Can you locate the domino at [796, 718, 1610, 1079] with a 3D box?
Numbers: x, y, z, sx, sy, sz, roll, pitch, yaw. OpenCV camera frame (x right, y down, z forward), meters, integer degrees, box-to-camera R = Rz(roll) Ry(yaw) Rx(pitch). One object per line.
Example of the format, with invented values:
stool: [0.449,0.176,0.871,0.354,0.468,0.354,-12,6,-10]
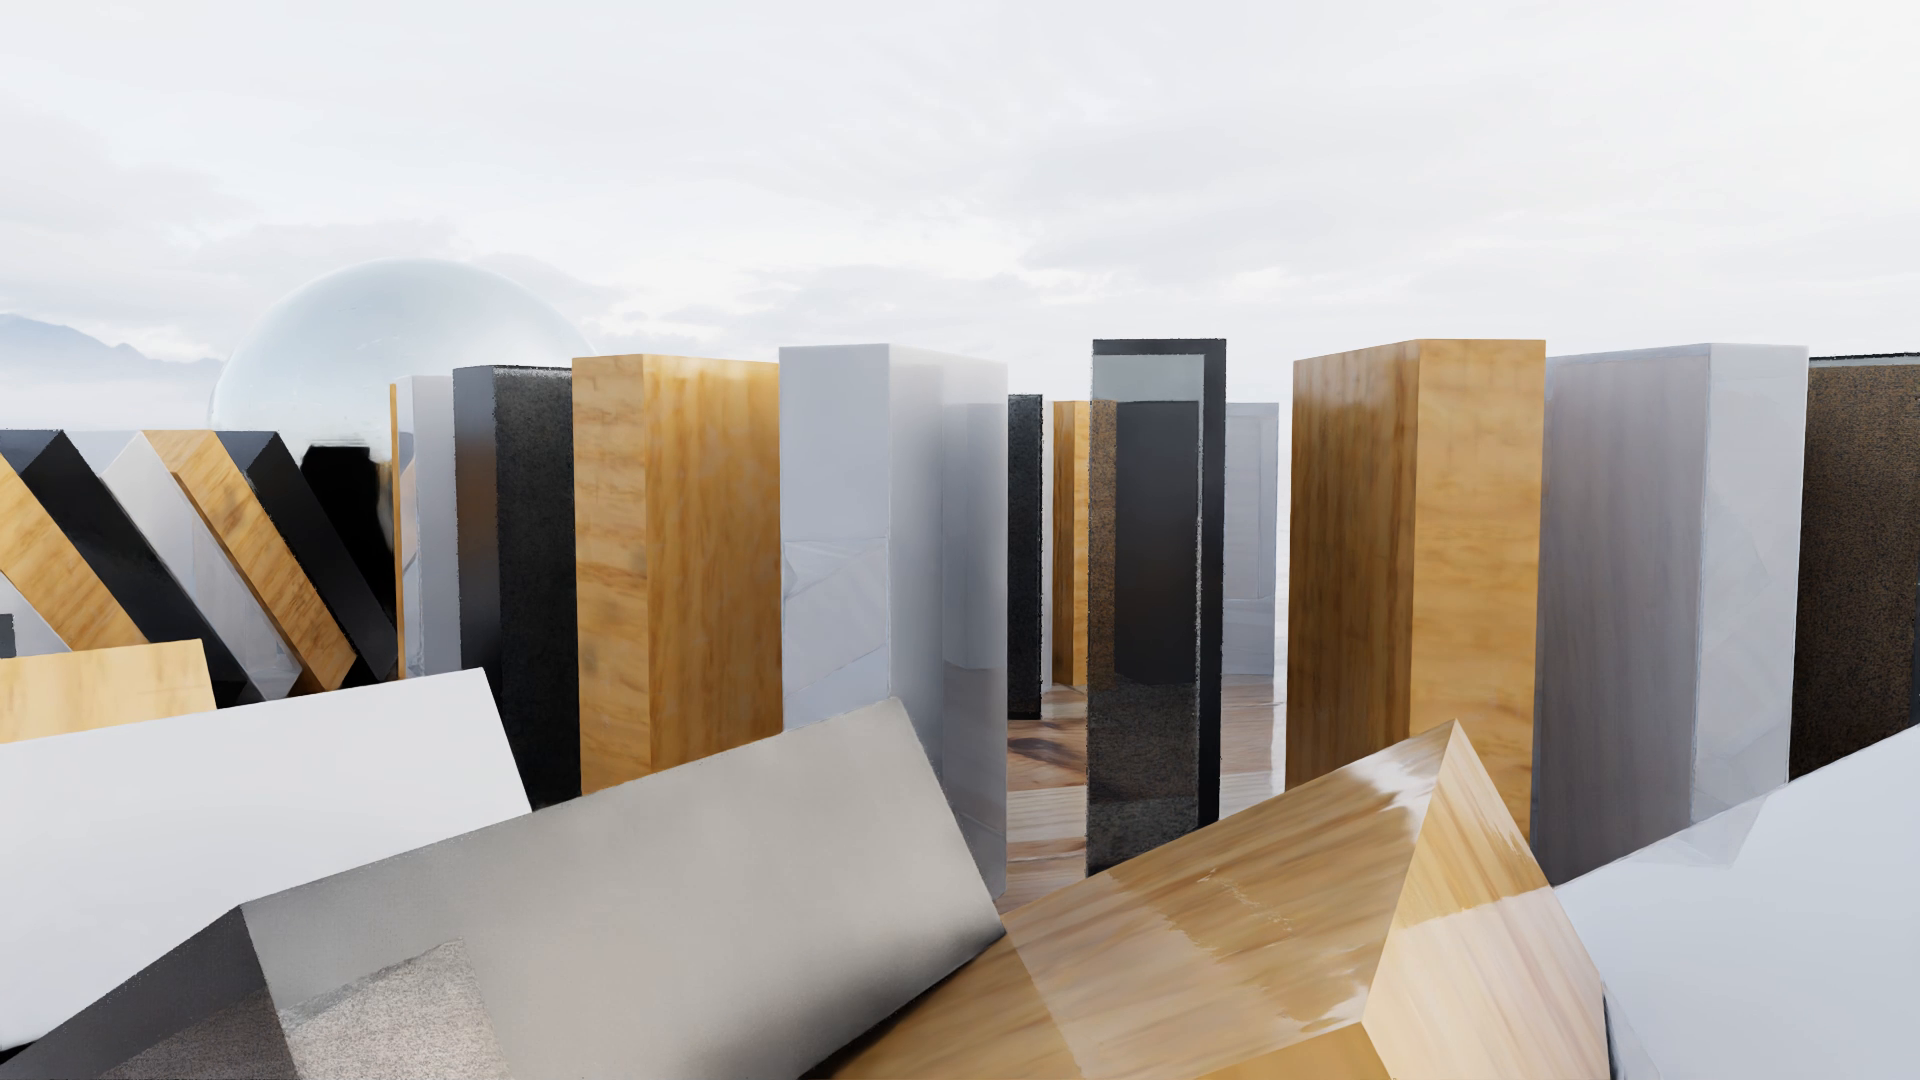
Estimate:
domino: [-0.006,0.023,0.042,0.050,0.009,0.025,-31,-8,24]

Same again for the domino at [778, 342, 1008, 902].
domino: [-0.005,0.009,0.111,0.010,0.050,0.025,2,5,23]

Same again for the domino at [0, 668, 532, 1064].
domino: [-0.044,0.022,0.059,0.050,0.010,0.025,-33,-16,34]

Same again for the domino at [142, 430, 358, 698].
domino: [-0.119,0.005,0.202,0.025,0.050,0.009,1,44,9]

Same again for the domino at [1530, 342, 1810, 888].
domino: [0.057,0.009,0.110,0.010,0.050,0.025,-1,4,-17]

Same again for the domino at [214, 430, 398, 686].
domino: [-0.116,0.004,0.214,0.025,0.050,0.009,1,44,8]

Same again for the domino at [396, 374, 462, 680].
domino: [-0.051,0.006,0.151,0.025,0.050,0.009,-3,5,-33]

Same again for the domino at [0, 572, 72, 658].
domino: [-0.127,0.009,0.153,0.025,0.050,0.009,-1,44,8]

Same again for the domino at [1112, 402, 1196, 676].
domino: [0.035,-0.001,0.246,0.010,0.050,0.025,-1,4,-17]

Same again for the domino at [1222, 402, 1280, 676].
domino: [0.055,-0.001,0.247,0.010,0.050,0.025,1,4,10]

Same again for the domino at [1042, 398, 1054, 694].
domino: [0.003,0.001,0.221,0.025,0.050,0.009,2,5,21]

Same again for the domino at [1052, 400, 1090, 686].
domino: [0.016,0.000,0.237,0.009,0.050,0.025,-3,5,-37]

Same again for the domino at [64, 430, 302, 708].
domino: [-0.122,0.006,0.190,0.025,0.050,0.010,0,45,8]

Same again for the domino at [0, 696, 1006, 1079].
domino: [-0.025,0.022,0.049,0.050,0.009,0.025,-31,-12,29]

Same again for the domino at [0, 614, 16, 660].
domino: [-0.078,0.020,0.083,0.025,0.010,0.050,-4,-23,-40]

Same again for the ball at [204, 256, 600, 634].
ball: [-0.109,-0.017,0.263,0.080,0.080,0.080,0,4,0]

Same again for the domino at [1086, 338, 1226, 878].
domino: [0.015,0.010,0.106,0.009,0.050,0.025,0,4,5]

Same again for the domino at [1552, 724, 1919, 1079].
domino: [0.016,0.023,0.040,0.050,0.009,0.025,-30,-2,13]

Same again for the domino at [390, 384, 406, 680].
domino: [-0.061,0.005,0.170,0.025,0.050,0.010,-1,5,-18]

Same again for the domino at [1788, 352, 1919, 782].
domino: [0.075,0.009,0.119,0.009,0.050,0.025,-3,5,-35]

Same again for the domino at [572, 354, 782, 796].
domino: [-0.023,0.008,0.121,0.009,0.050,0.025,3,5,37]

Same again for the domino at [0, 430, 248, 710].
domino: [-0.124,0.007,0.178,0.025,0.050,0.009,1,45,7]

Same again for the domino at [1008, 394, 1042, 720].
domino: [0.000,0.002,0.201,0.025,0.050,0.010,0,4,0]

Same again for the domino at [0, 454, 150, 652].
domino: [-0.125,0.008,0.165,0.025,0.050,0.009,1,45,7]

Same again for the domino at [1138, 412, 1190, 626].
domino: [0.049,-0.006,0.311,0.009,0.050,0.025,0,4,3]

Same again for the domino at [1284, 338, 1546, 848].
domino: [0.036,0.010,0.106,0.009,0.050,0.025,0,4,-6]

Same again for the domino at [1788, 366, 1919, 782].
domino: [0.090,0.008,0.133,0.025,0.050,0.010,3,5,39]

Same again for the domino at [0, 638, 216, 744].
domino: [-0.061,0.021,0.070,0.025,0.009,0.050,-5,-23,-47]

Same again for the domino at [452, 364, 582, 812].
domino: [-0.038,0.007,0.135,0.025,0.050,0.009,-4,6,-44]
